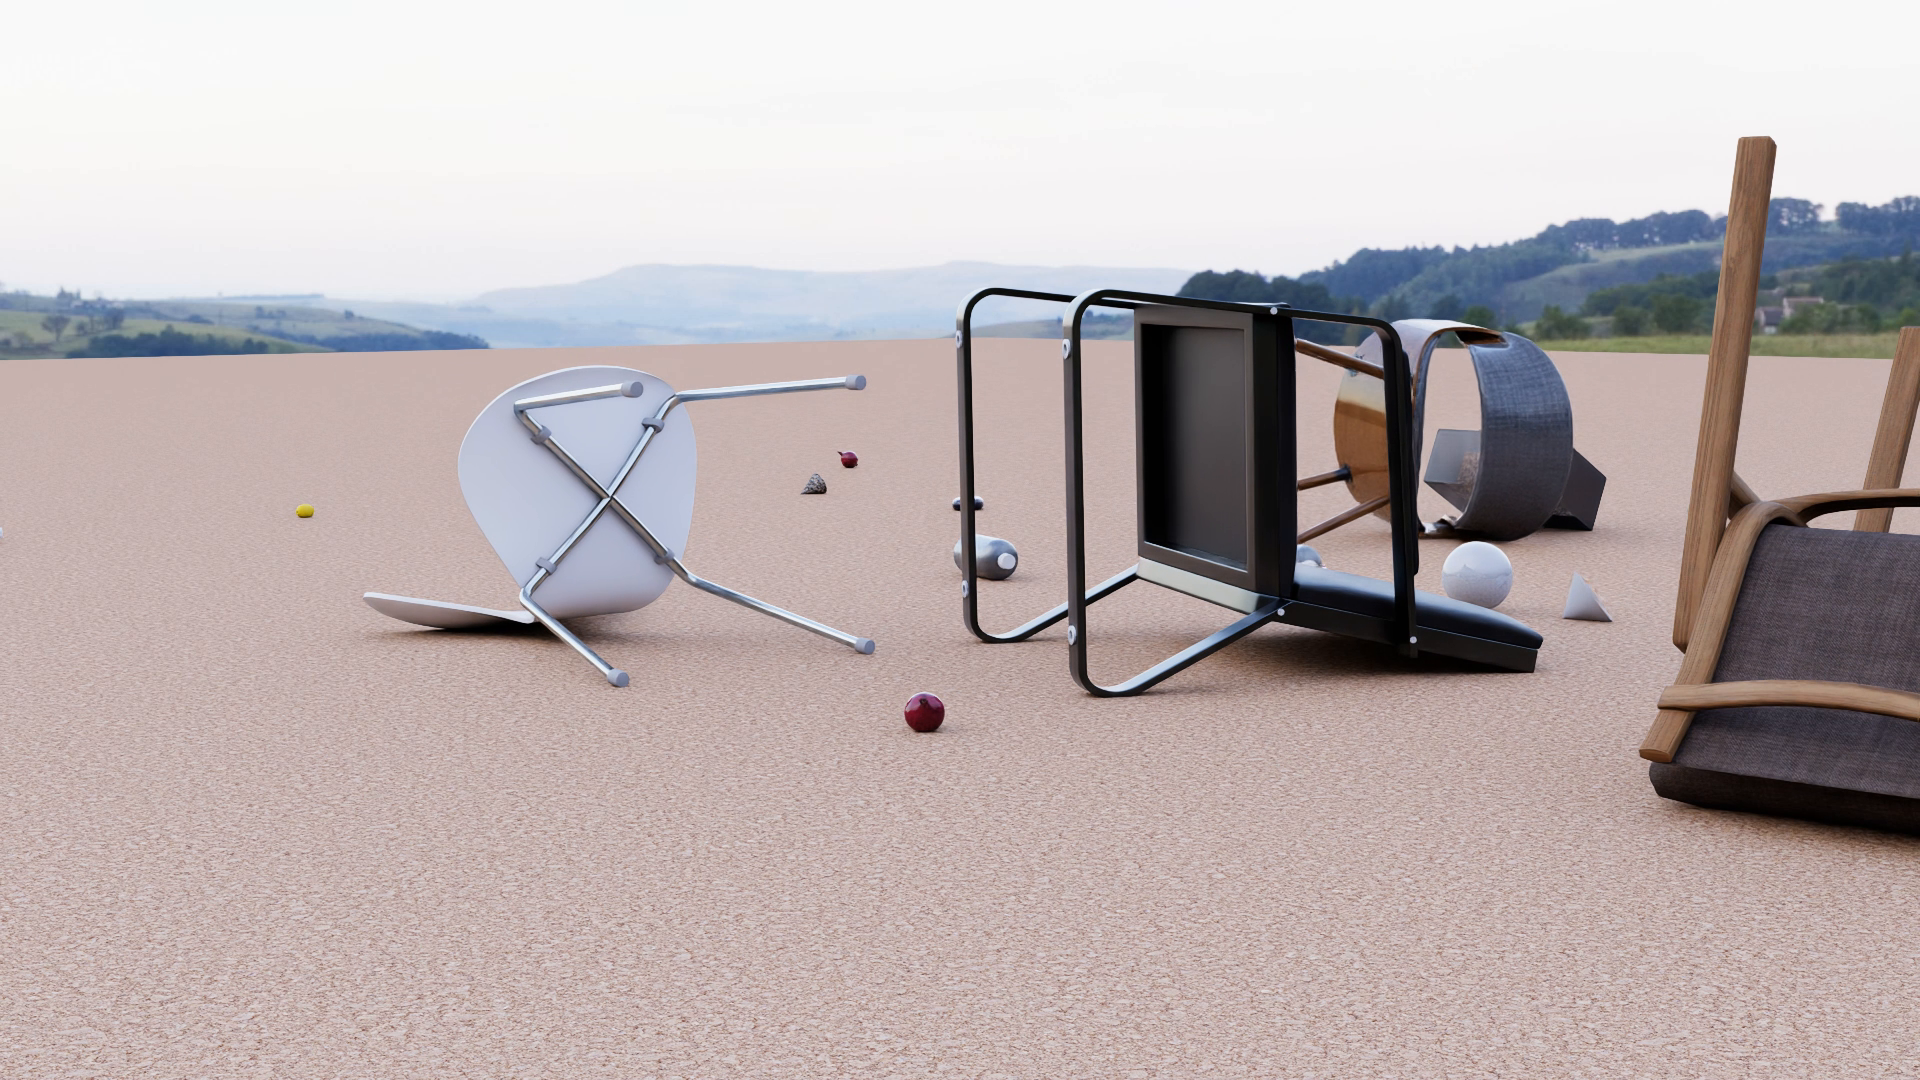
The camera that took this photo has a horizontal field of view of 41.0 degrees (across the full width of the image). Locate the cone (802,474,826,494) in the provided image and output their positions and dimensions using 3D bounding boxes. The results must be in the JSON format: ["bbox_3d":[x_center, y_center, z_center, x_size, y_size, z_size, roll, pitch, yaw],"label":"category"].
[{"bbox_3d":[-0.454,-0.155,7.761,0.076,0.067,0.070,-32,52,-29],"label":"cone"}]

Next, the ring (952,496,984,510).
[{"bbox_3d":[0.023,-0.103,7.244,0.087,0.034,0.128,0,7,16],"label":"ring"}]

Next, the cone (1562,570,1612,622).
[{"bbox_3d":[1.189,0.129,4.936,0.074,0.114,0.168,-38,8,13],"label":"cone"}]

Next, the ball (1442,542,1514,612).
[{"bbox_3d":[1.016,0.072,5.038,0.139,0.139,0.139,0,6,0],"label":"ball"}]

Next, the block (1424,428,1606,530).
[{"bbox_3d":[1.445,-0.158,6.684,0.357,0.150,0.275,6,-19,43],"label":"block"}]
